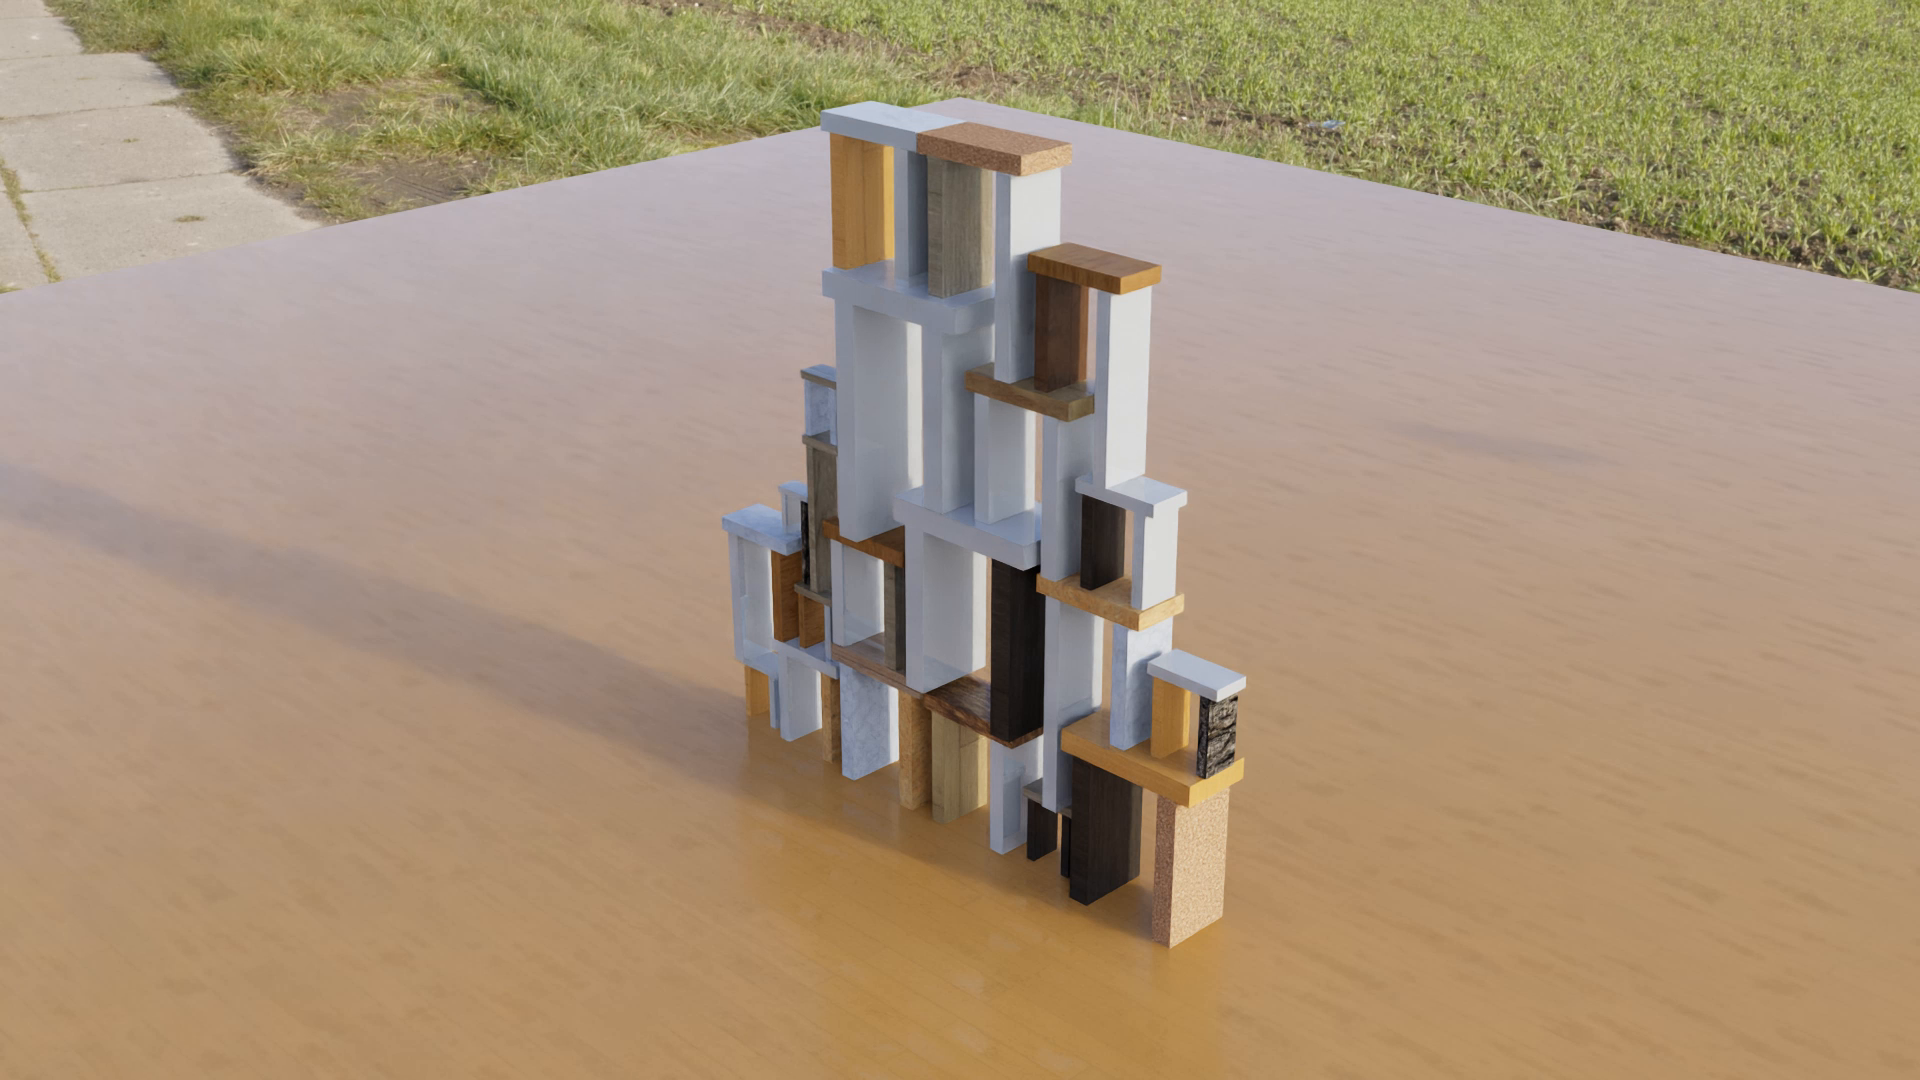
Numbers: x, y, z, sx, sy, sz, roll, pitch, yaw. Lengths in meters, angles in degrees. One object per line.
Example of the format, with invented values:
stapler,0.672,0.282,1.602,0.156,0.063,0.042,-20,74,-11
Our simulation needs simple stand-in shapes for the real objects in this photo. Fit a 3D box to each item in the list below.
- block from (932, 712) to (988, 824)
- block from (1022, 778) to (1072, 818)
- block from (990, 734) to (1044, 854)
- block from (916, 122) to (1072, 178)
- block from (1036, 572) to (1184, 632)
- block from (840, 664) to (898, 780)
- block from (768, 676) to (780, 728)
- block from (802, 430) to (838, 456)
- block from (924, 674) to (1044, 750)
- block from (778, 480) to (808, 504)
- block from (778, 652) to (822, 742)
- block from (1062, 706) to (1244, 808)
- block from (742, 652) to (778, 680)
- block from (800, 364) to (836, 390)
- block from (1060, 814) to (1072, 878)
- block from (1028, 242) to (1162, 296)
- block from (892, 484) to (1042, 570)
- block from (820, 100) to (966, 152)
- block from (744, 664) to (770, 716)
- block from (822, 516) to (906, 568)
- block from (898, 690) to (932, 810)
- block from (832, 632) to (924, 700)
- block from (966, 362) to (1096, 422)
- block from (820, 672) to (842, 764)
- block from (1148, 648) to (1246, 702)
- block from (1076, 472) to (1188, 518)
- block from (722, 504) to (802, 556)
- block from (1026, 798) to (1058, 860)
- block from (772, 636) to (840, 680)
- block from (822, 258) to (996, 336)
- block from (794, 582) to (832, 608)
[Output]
block,0.000,0.439,4.416,0.034,0.243,0.122,21,31,41
block,0.193,0.494,4.228,0.134,0.019,0.067,21,31,40
block,0.114,0.483,4.311,0.034,0.243,0.122,21,31,41
block,0.060,-0.689,3.869,0.129,0.036,0.257,-22,31,-40
block,0.270,0.095,3.972,0.246,0.035,0.123,21,31,40
block,-0.187,0.358,4.583,0.037,0.261,0.131,21,31,41
block,-0.386,0.345,4.791,0.061,0.122,0.017,-21,31,-41
block,-0.248,-0.194,4.415,0.067,0.019,0.133,-21,31,-40
block,0.057,0.333,4.309,0.122,0.034,0.243,-21,31,-41
block,-0.329,-0.100,4.544,0.091,0.013,0.045,21,31,39
block,-0.341,0.322,4.738,0.029,0.205,0.103,21,31,41
block,0.349,0.389,4.007,0.305,0.043,0.153,21,31,41
block,-0.413,0.269,4.791,0.122,0.017,0.061,21,31,40
block,-0.257,-0.324,4.377,0.058,0.016,0.116,-21,31,-40
block,0.224,0.577,4.229,0.019,0.134,0.067,21,31,41
block,0.230,-0.467,3.777,0.212,0.030,0.106,21,31,40
block,0.055,-0.038,4.142,0.172,0.049,0.345,-21,31,-40
block,-0.123,-0.761,4.042,0.256,0.036,0.128,21,31,40
block,-0.443,0.323,4.844,0.061,0.122,0.017,-21,31,-41
block,-0.153,-0.008,4.383,0.116,0.033,0.231,-21,31,-41
block,-0.064,0.406,4.470,0.037,0.261,0.130,21,31,41
block,-0.126,0.245,4.468,0.131,0.037,0.261,-21,31,-41
block,0.143,-0.273,3.948,0.250,0.035,0.125,21,31,40
block,-0.244,0.360,4.649,0.029,0.205,0.103,21,31,41
block,0.416,0.238,3.875,0.158,0.022,0.079,21,31,41
block,0.300,-0.086,3.859,0.180,0.026,0.090,21,31,40
block,-0.397,-0.023,4.649,0.206,0.029,0.103,21,31,40
block,0.161,0.553,4.287,0.019,0.134,0.067,21,31,41
block,-0.293,0.233,4.648,0.205,0.029,0.103,21,31,41
block,-0.072,-0.463,4.106,0.356,0.050,0.178,21,31,41
block,-0.281,0.108,4.571,0.122,0.017,0.061,21,31,41
